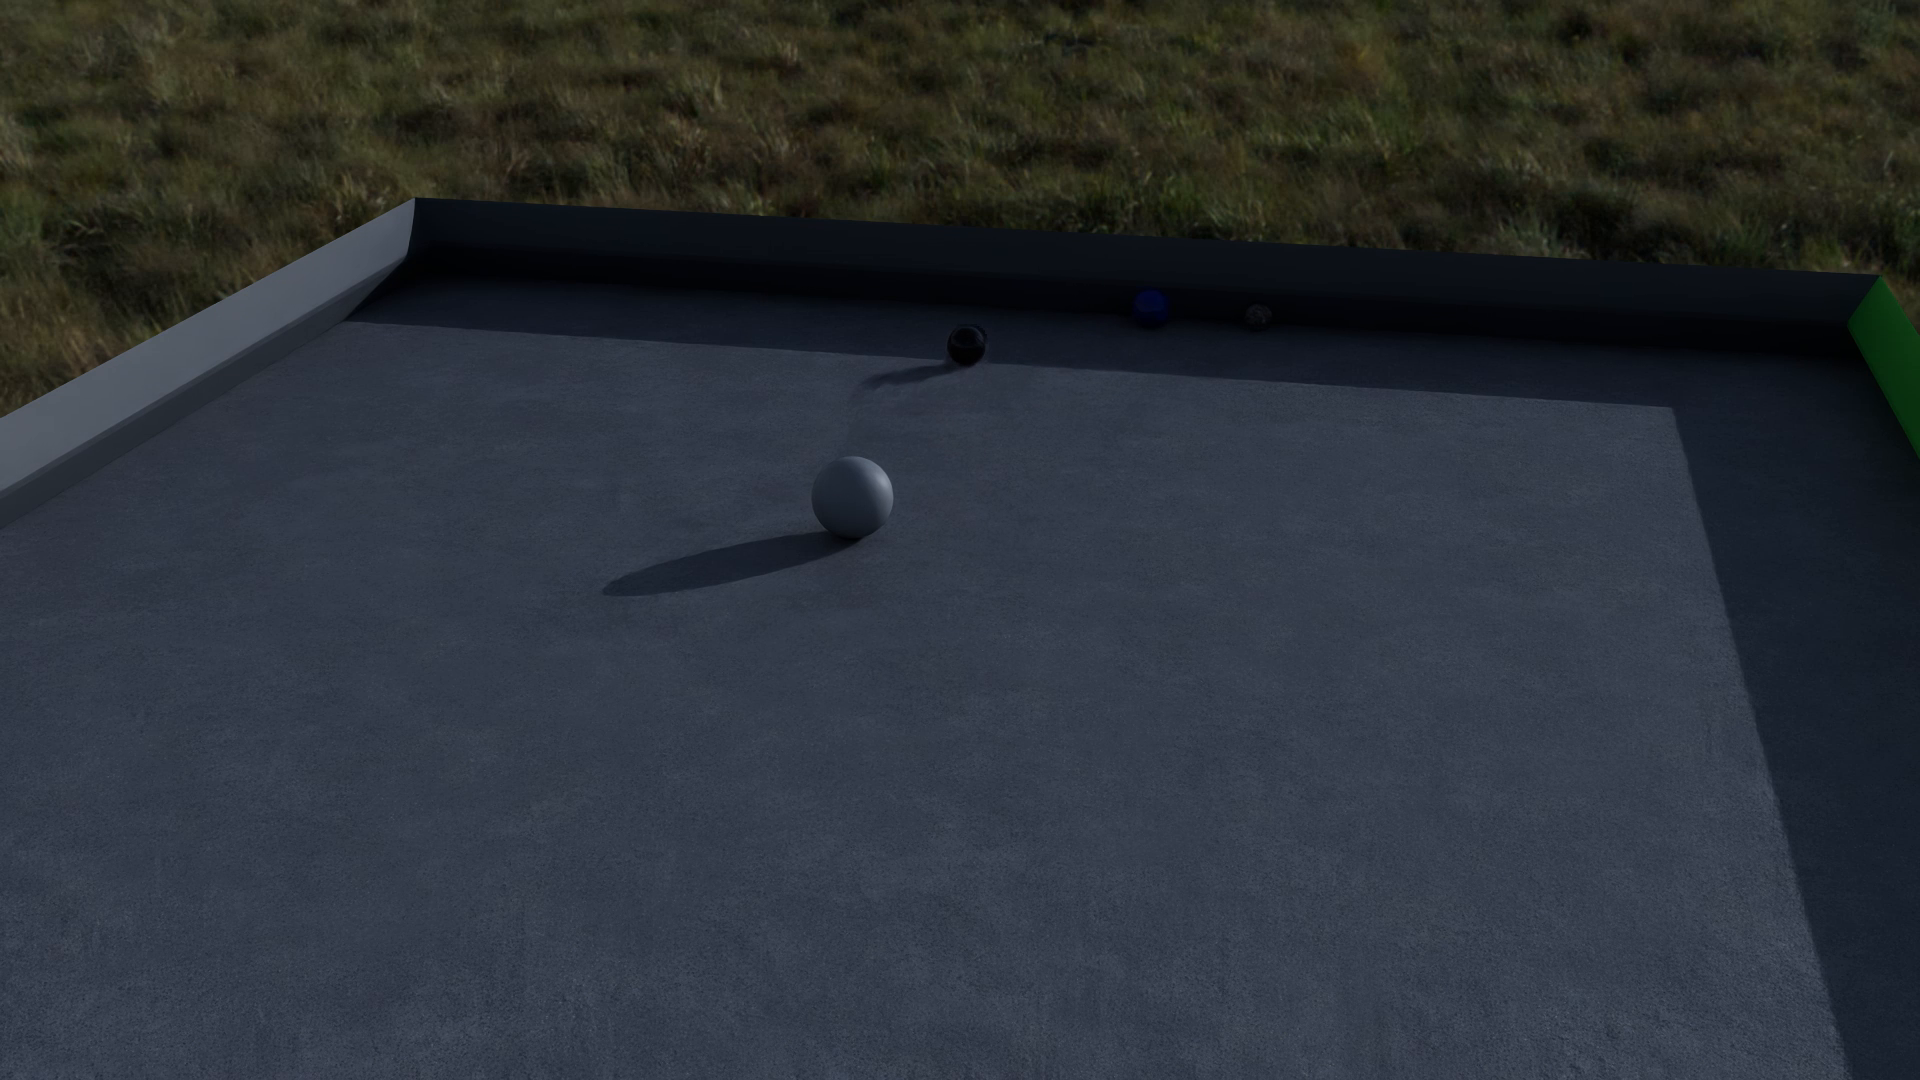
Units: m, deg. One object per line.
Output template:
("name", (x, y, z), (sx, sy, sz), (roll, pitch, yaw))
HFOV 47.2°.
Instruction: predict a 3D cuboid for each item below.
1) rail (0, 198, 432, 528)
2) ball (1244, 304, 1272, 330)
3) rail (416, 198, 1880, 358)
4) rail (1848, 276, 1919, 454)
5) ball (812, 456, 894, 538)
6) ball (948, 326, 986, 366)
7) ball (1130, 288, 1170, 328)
("rail", (-1.345, 0.276, 1.806), (0.045, 0.129, 4.268), (5, 23, 11))
("ball", (0.466, -0.349, 3.442), (0.043, 0.043, 0.043), (0, 22, 0))
("rail", (0.218, -0.418, 3.493), (2.342, 0.129, 0.045), (5, 23, 11))
("rail", (0.899, 0.459, 1.363), (0.045, 0.129, 4.268), (5, 23, 11))
("ball", (-0.129, -0.051, 2.644), (0.099, 0.099, 0.099), (0, 22, 0))
("ball", (0.010, -0.290, 3.278), (0.059, 0.059, 0.059), (0, 22, 0))
("ball", (0.299, -0.364, 3.453), (0.063, 0.063, 0.063), (0, 22, 0))
